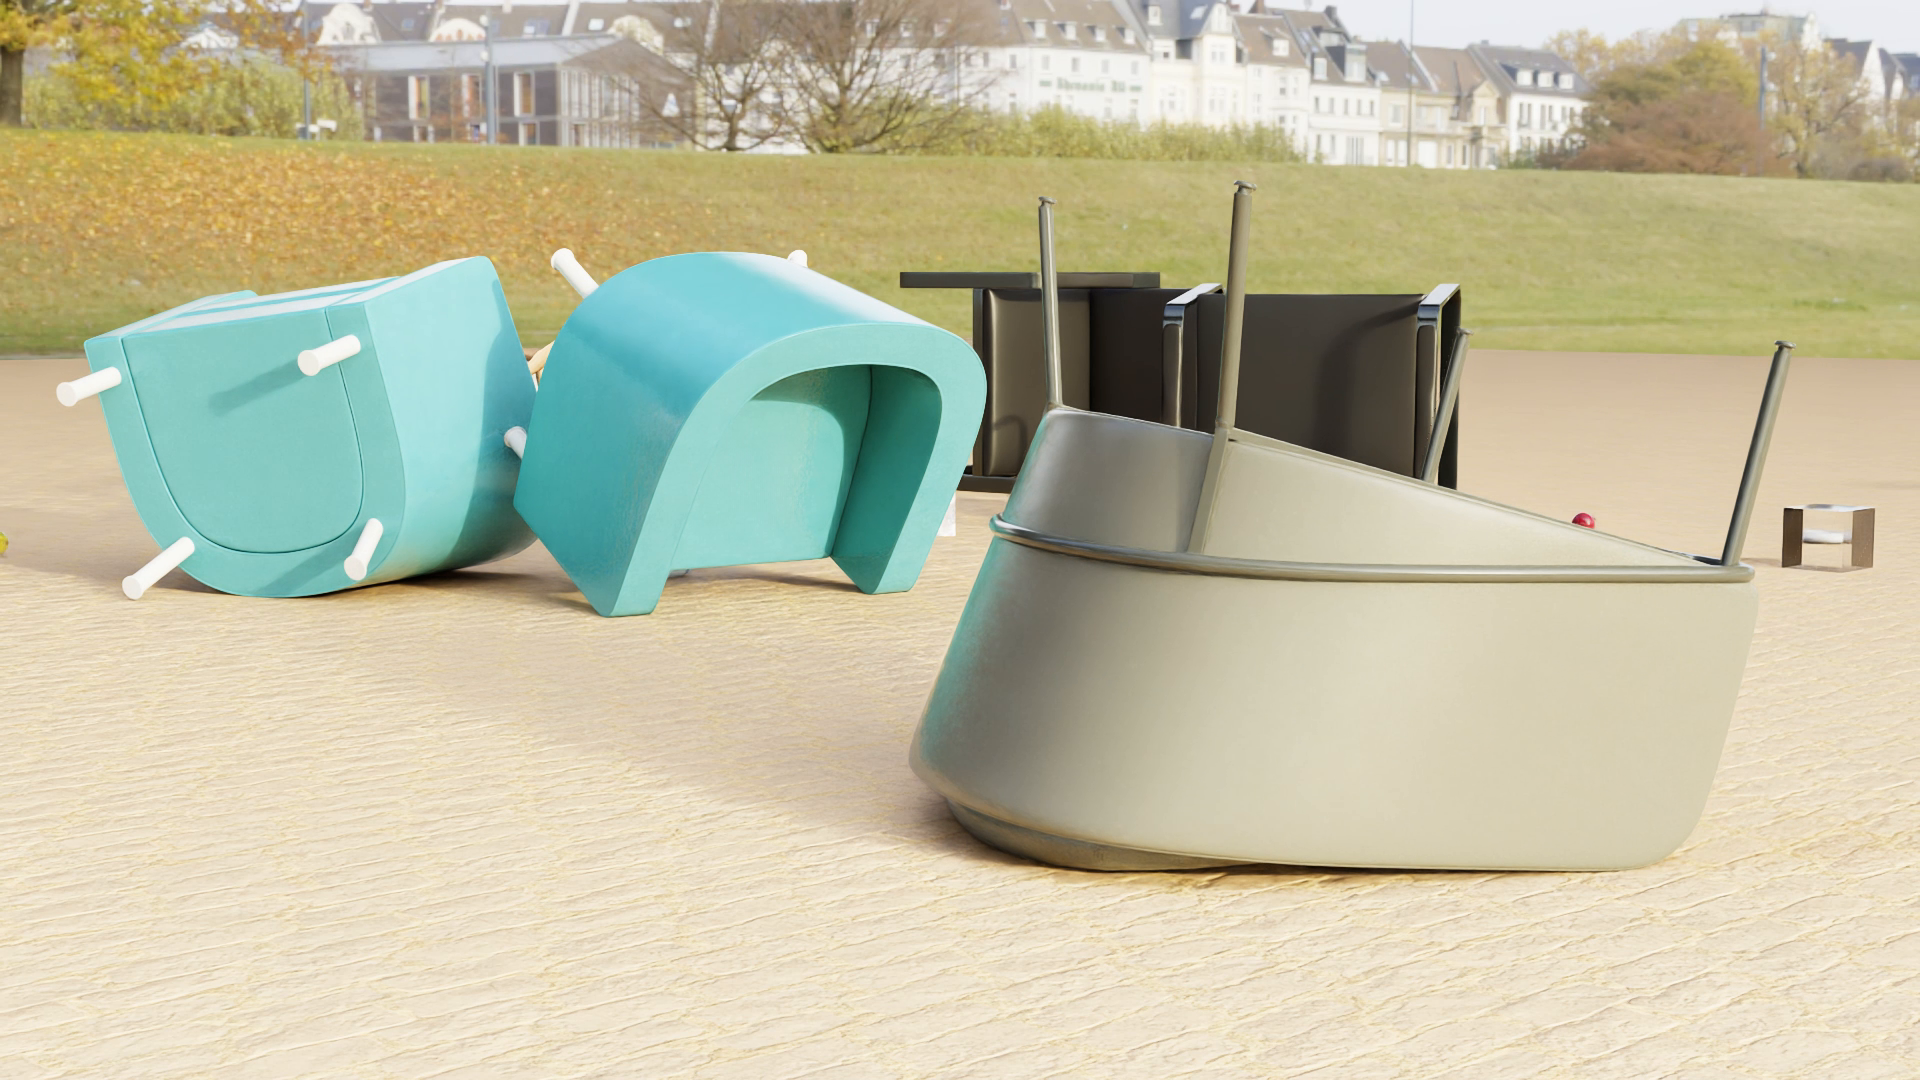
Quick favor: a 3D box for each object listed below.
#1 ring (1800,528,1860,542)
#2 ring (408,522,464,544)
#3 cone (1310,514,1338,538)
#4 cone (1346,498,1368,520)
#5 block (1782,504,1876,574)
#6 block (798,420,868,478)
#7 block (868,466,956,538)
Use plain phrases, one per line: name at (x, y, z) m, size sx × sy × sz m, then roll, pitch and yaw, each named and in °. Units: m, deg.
ring at (2.170, -0.013, 6.400) m, size 0.120 × 0.028 × 0.149 m, roll -6°, pitch 8°, yaw -41°
ring at (-1.306, -0.018, 6.398) m, size 0.108 × 0.039 × 0.264 m, roll 0°, pitch 6°, yaw 9°
cone at (0.904, -0.021, 6.470) m, size 0.080 × 0.067 × 0.063 m, roll 4°, pitch -26°, yaw -36°
cone at (1.074, -0.086, 6.953) m, size 0.074 × 0.060 × 0.042 m, roll -4°, pitch 7°, yaw -34°
block at (1.961, -0.005, 5.795) m, size 0.151 × 0.137 × 0.144 m, roll -6°, pitch 8°, yaw -45°
block at (-0.420, -0.301, 8.452) m, size 0.180 × 0.181 × 0.146 m, roll 3°, pitch 6°, yaw 24°
block at (-0.126, -0.100, 6.596) m, size 0.173 × 0.161 × 0.239 m, roll -1°, pitch 6°, yaw -14°
